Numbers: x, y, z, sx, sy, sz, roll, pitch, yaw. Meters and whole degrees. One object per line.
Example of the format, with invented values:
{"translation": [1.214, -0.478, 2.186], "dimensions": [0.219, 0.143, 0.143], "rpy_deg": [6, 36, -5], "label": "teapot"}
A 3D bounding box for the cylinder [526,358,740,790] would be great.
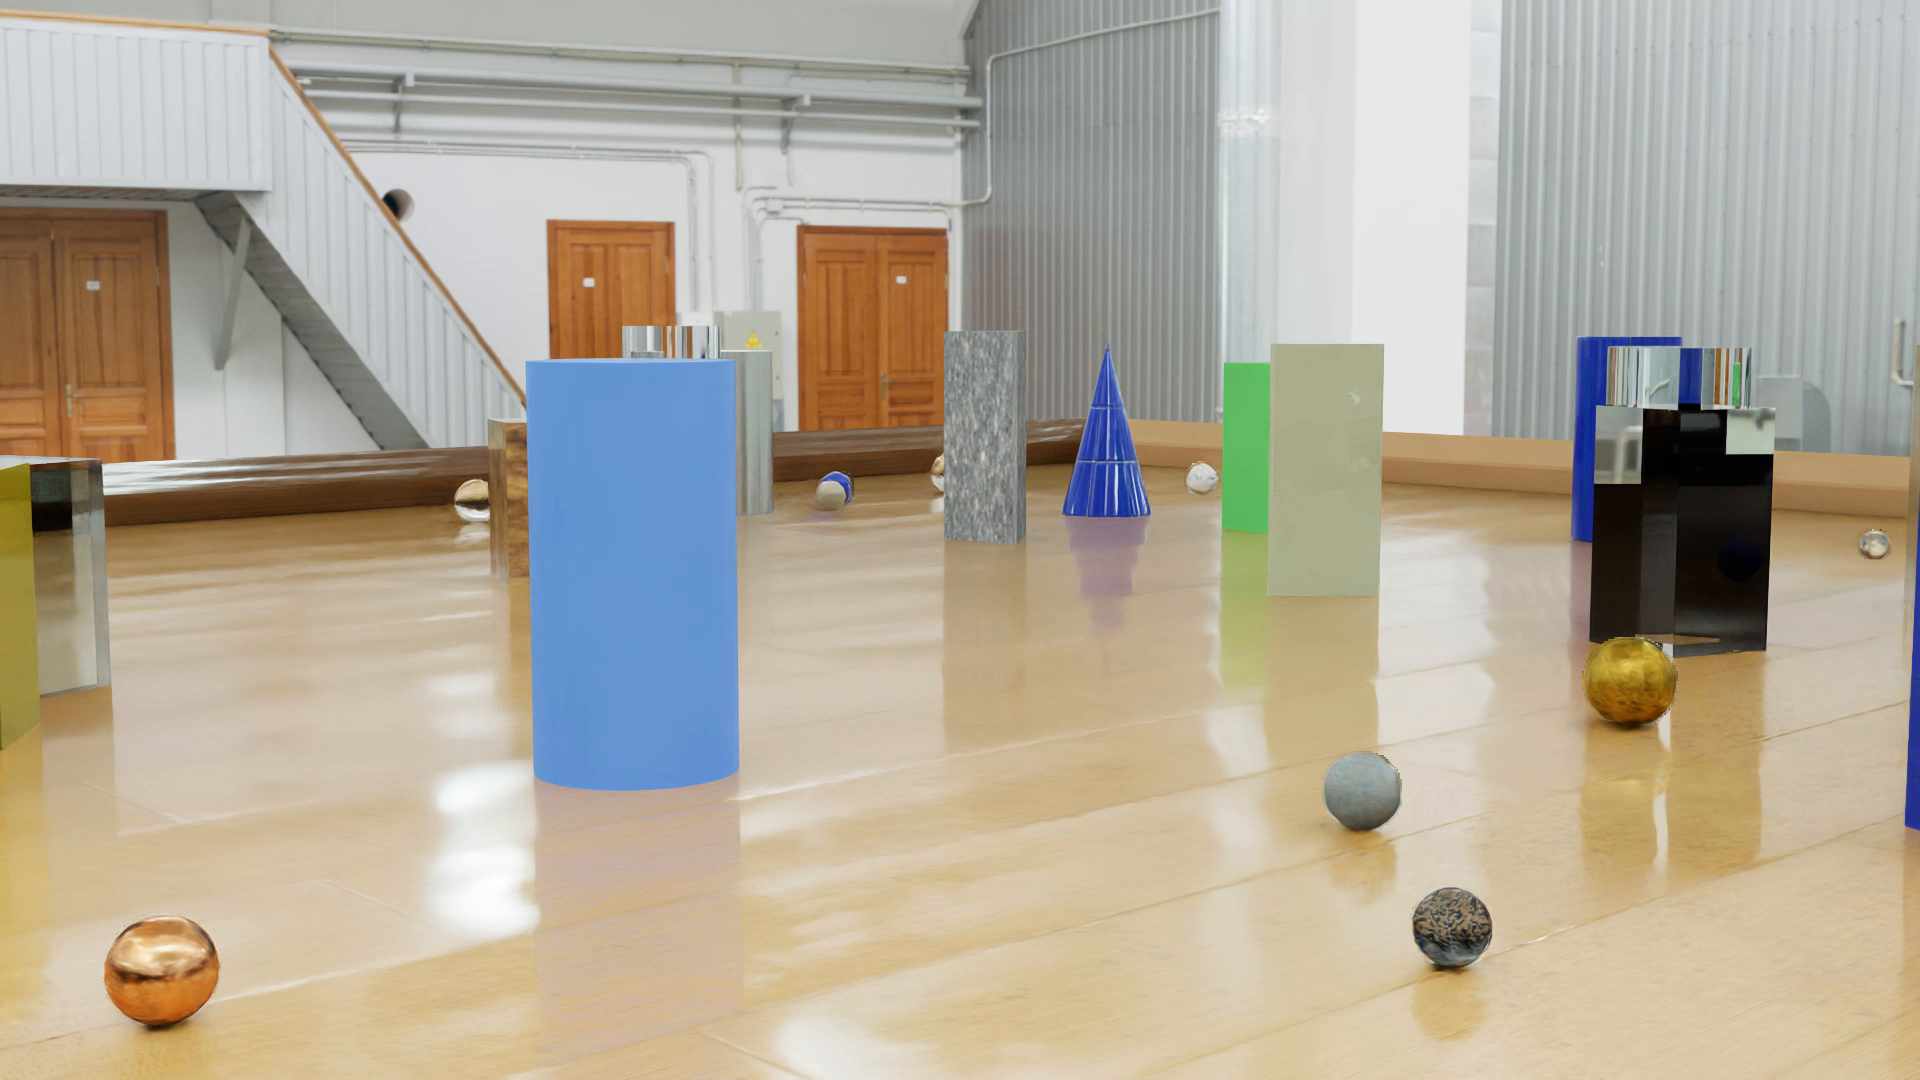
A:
{"translation": [-0.315, 0.026, 2.125], "dimensions": [0.199, 0.397, 0.199], "rpy_deg": [0, 6, 0], "label": "cylinder"}

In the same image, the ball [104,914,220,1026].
{"translation": [-0.499, 0.269, 1.376], "dimensions": [0.068, 0.068, 0.068], "rpy_deg": [0, 6, 0], "label": "ball"}

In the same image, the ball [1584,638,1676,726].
{"translation": [0.720, 0.153, 2.363], "dimensions": [0.095, 0.095, 0.095], "rpy_deg": [0, 6, 0], "label": "ball"}

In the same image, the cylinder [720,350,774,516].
{"translation": [-0.513, -0.240, 4.868], "dimensions": [0.199, 0.356, 0.199], "rpy_deg": [0, 6, 0], "label": "cylinder"}

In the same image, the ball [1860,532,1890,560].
{"translation": [1.640, 0.010, 3.942], "dimensions": [0.052, 0.052, 0.052], "rpy_deg": [0, 6, 0], "label": "ball"}

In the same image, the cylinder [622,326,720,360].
{"translation": [-0.584, -0.228, 4.473], "dimensions": [0.199, 0.414, 0.199], "rpy_deg": [0, 6, 0], "label": "cylinder"}

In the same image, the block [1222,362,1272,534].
{"translation": [0.649, -0.192, 4.487], "dimensions": [0.159, 0.340, 0.159], "rpy_deg": [-4, 7, -35], "label": "block"}

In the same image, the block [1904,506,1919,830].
{"translation": [0.917, 0.075, 1.834], "dimensions": [0.159, 0.360, 0.159], "rpy_deg": [-2, 6, -15], "label": "block"}

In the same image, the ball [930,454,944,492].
{"translation": [-0.022, -0.164, 5.381], "dimensions": [0.099, 0.099, 0.099], "rpy_deg": [0, 6, 0], "label": "ball"}

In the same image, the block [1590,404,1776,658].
{"translation": [0.955, -0.017, 2.916], "dimensions": [0.159, 0.319, 0.159], "rpy_deg": [-3, 7, -24], "label": "block"}

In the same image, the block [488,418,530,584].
{"translation": [-0.692, -0.069, 3.675], "dimensions": [0.159, 0.264, 0.159], "rpy_deg": [-2, 6, -22], "label": "block"}

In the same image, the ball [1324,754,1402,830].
{"translation": [0.346, 0.216, 1.893], "dimensions": [0.066, 0.066, 0.066], "rpy_deg": [0, 6, 0], "label": "ball"}

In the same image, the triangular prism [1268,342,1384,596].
{"translation": [0.572, -0.116, 3.505], "dimensions": [0.172, 0.394, 0.149], "rpy_deg": [0, 6, 1], "label": "triangular prism"}

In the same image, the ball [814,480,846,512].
{"translation": [-0.289, -0.098, 4.897], "dimensions": [0.069, 0.069, 0.069], "rpy_deg": [0, 6, 0], "label": "ball"}

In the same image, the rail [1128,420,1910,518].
{"translation": [1.797, -0.138, 4.981], "dimensions": [0.045, 0.129, 4.183], "rpy_deg": [-5, 8, -42], "label": "rail"}

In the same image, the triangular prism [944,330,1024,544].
{"translation": [0.082, -0.205, 4.300], "dimensions": [0.172, 0.405, 0.149], "rpy_deg": [5, 7, 37], "label": "triangular prism"}

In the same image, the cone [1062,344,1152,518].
{"translation": [0.323, -0.245, 4.822], "dimensions": [0.199, 0.377, 0.199], "rpy_deg": [0, 6, 0], "label": "cone"}

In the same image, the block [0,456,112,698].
{"translation": [-1.119, 0.043, 2.574], "dimensions": [0.159, 0.270, 0.159], "rpy_deg": [3, 7, 25], "label": "block"}

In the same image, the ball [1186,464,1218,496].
{"translation": [0.587, -0.146, 5.328], "dimensions": [0.075, 0.075, 0.075], "rpy_deg": [0, 6, 0], "label": "ball"}

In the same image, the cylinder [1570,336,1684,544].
{"translation": [1.294, -0.197, 4.268], "dimensions": [0.199, 0.396, 0.199], "rpy_deg": [0, 6, 0], "label": "cylinder"}

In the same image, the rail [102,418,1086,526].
{"translation": [-1.402, -0.124, 4.843], "dimensions": [4.937, 0.129, 0.045], "rpy_deg": [-5, 8, -42], "label": "rail"}

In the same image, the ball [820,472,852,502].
{"translation": [-0.285, -0.119, 5.057], "dimensions": [0.076, 0.076, 0.076], "rpy_deg": [0, 6, 0], "label": "ball"}

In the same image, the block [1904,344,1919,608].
{"translation": [1.518, -0.094, 3.290], "dimensions": [0.159, 0.394, 0.159], "rpy_deg": [2, 6, 15], "label": "block"}

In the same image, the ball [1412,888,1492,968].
{"translation": [0.335, 0.264, 1.497], "dimensions": [0.054, 0.054, 0.054], "rpy_deg": [0, 6, 0], "label": "ball"}

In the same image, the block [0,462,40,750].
{"translation": [-1.065, 0.067, 2.285], "dimensions": [0.159, 0.283, 0.159], "rpy_deg": [-1, 6, -9], "label": "block"}

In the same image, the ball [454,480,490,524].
{"translation": [-1.017, -0.082, 4.624], "dimensions": [0.093, 0.093, 0.093], "rpy_deg": [0, 6, 0], "label": "ball"}

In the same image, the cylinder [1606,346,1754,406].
{"translation": [1.024, -0.079, 3.146], "dimensions": [0.199, 0.393, 0.199], "rpy_deg": [0, 6, 0], "label": "cylinder"}
